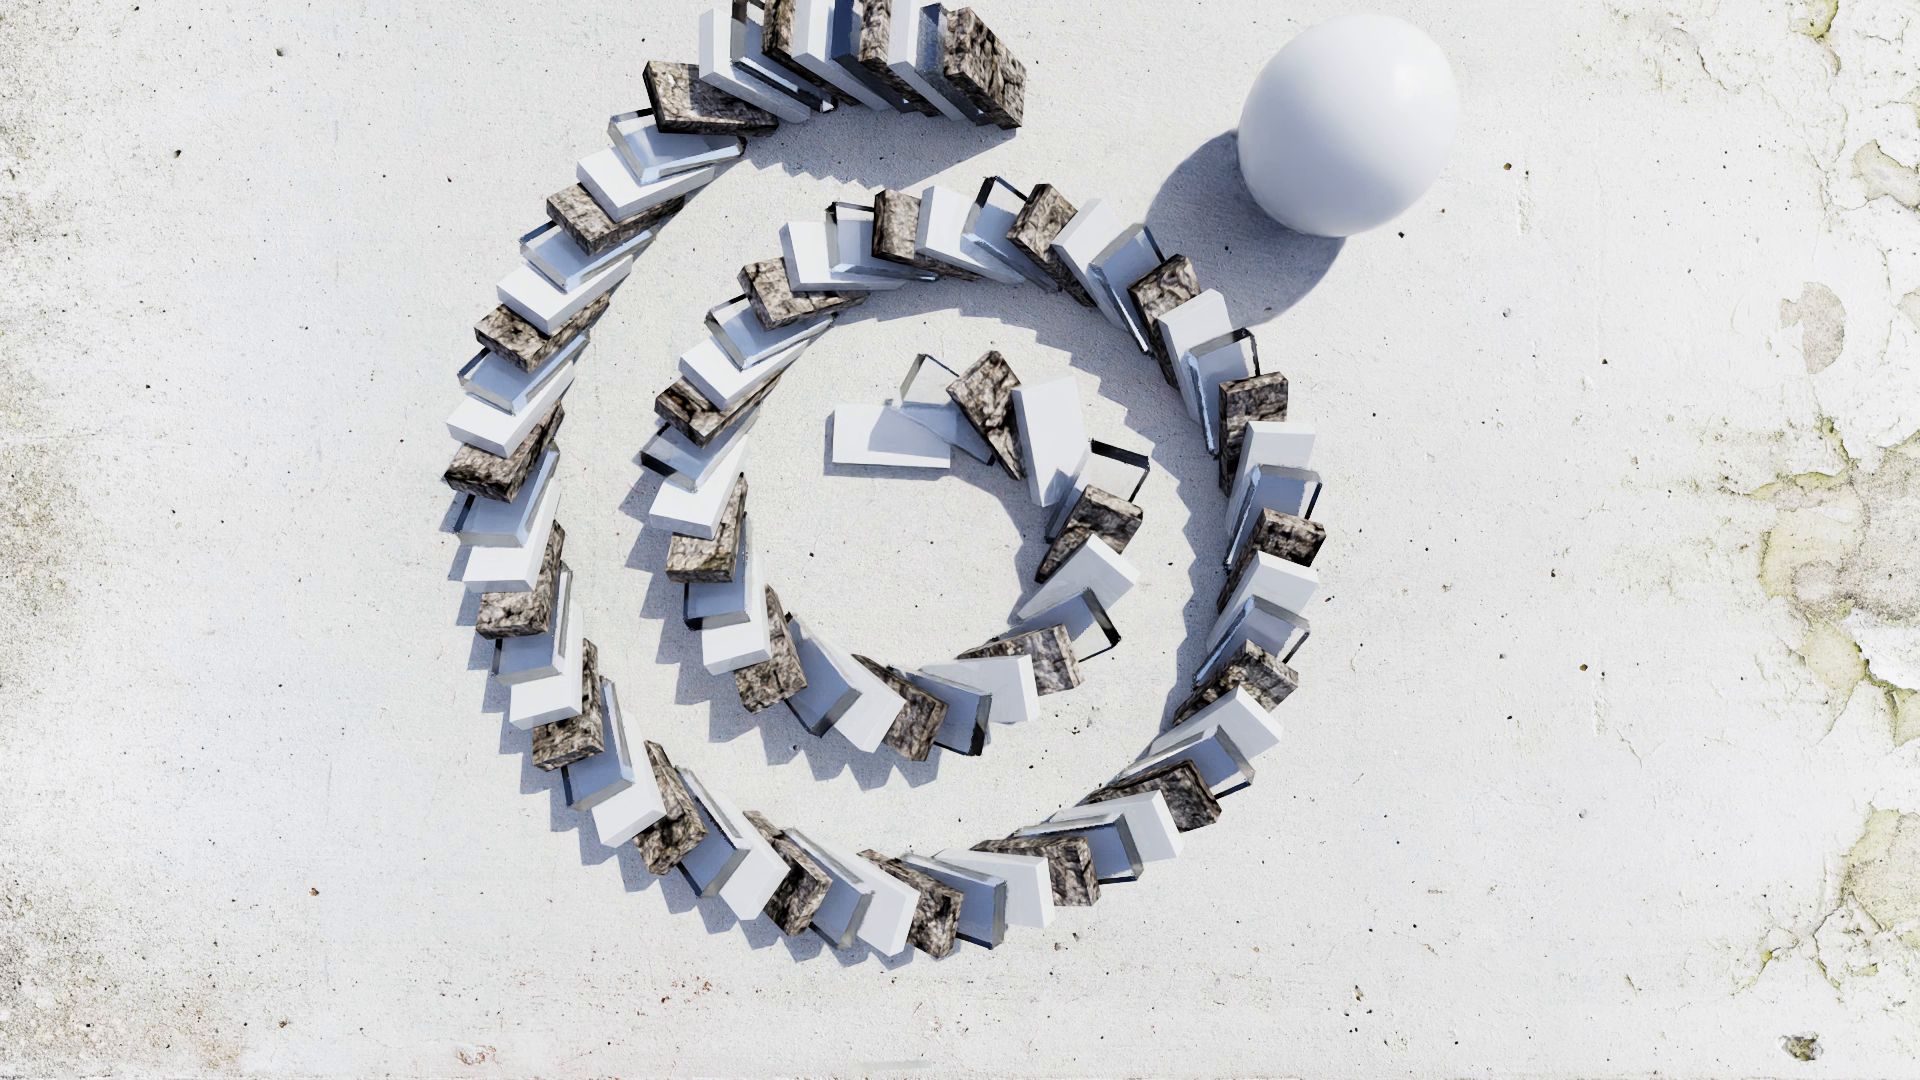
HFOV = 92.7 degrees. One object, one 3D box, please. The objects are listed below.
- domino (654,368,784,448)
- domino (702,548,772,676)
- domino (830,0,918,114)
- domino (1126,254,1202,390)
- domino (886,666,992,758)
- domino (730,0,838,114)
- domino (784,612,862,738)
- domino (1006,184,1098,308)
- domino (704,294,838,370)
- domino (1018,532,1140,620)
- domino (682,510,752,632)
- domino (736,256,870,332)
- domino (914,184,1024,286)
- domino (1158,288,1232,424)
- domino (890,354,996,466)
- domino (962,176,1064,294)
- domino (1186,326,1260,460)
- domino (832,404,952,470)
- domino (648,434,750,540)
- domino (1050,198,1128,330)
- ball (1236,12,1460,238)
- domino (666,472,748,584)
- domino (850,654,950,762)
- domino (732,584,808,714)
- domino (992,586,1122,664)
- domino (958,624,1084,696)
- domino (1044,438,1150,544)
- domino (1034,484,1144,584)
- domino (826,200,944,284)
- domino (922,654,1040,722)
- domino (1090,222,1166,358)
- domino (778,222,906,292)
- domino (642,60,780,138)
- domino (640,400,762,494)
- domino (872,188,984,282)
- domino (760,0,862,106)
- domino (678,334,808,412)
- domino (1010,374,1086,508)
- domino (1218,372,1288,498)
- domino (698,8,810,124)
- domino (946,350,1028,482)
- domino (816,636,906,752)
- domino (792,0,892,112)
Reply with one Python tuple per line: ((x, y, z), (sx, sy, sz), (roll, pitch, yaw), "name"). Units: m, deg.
((-0.100, -0.063, 0.382), (0.025, 0.010, 0.050), (38, 55, 1), "domino")
((-0.094, 0.029, 0.382), (0.025, 0.009, 0.050), (-15, 54, 1), "domino")
((-0.033, -0.199, 0.376), (0.009, 0.050, 0.025), (4, 90, 31), "domino")
((0.091, -0.090, 0.382), (0.025, 0.010, 0.050), (-34, 124, 0), "domino")
((-0.011, 0.070, 0.381), (0.050, 0.010, 0.025), (11, 91, 37), "domino")
((-0.071, -0.199, 0.377), (0.009, 0.050, 0.025), (2, 90, 38), "domino")
((-0.065, 0.055, 0.382), (0.025, 0.009, 0.050), (-47, 54, 0), "domino")
((0.045, -0.122, 0.382), (0.050, 0.010, 0.025), (30, 89, -35), "domino")
((-0.078, -0.093, 0.382), (0.050, 0.010, 0.025), (-37, 90, -34), "domino")
((0.049, 0.023, 0.381), (0.025, 0.009, 0.050), (40, 128, 0), "domino")
((-0.100, 0.012, 0.382), (0.025, 0.010, 0.050), (-9, 55, 0), "domino")
((-0.064, -0.106, 0.382), (0.050, 0.009, 0.025), (-28, 90, -36), "domino")
((0.006, -0.126, 0.382), (0.050, 0.010, 0.025), (8, 90, -34), "domino")
((0.102, -0.076, 0.382), (0.025, 0.010, 0.050), (-29, 124, 0), "domino")
((-0.002, -0.054, 0.383), (0.050, 0.010, 0.025), (29, 88, -29), "domino")
((0.027, -0.126, 0.382), (0.050, 0.010, 0.025), (23, 90, -33), "domino")
((0.112, -0.060, 0.382), (0.025, 0.010, 0.050), (-22, 124, 0), "domino")
((-0.029, -0.045, 0.395), (0.050, 0.009, 0.025), (3, 90, 0), "domino")
((-0.107, -0.025, 0.381), (0.025, 0.010, 0.050), (12, 54, 0), "domino")
((0.062, -0.114, 0.382), (0.025, 0.009, 0.050), (-49, 125, -1), "domino")
((0.151, -0.161, 0.360), (0.080, 0.080, 0.080), (0, 90, 0), "ball")
((-0.105, -0.006, 0.382), (0.025, 0.009, 0.050), (-1, 55, 0), "domino")
((-0.030, 0.069, 0.381), (0.050, 0.009, 0.025), (23, 91, 36), "domino")
((-0.083, 0.045, 0.381), (0.025, 0.009, 0.050), (-28, 54, 1), "domino")
((0.039, 0.041, 0.382), (0.050, 0.010, 0.025), (-31, 90, 36), "domino")
((0.025, 0.053, 0.382), (0.050, 0.010, 0.025), (-20, 90, 35), "domino")
((0.056, -0.016, 0.379), (0.025, 0.009, 0.050), (16, 130, -9), "domino")
((0.053, 0.002, 0.380), (0.025, 0.010, 0.050), (24, 129, -3), "domino")
((-0.031, -0.123, 0.382), (0.050, 0.010, 0.025), (-4, 89, -34), "domino")
((0.008, 0.062, 0.381), (0.050, 0.009, 0.025), (-10, 90, 37), "domino")
((0.077, -0.103, 0.382), (0.025, 0.009, 0.050), (-42, 124, -1), "domino")
((-0.048, -0.118, 0.382), (0.050, 0.010, 0.025), (-12, 89, -35), "domino")
((-0.103, -0.183, 0.381), (0.050, 0.009, 0.025), (-16, 88, -35), "domino")
((-0.107, -0.045, 0.382), (0.025, 0.009, 0.050), (29, 55, 1), "domino")
((-0.012, -0.126, 0.382), (0.050, 0.010, 0.025), (3, 90, -34), "domino")
((-0.058, -0.202, 0.377), (0.009, 0.050, 0.025), (4, 90, 38), "domino")
((-0.090, -0.078, 0.382), (0.025, 0.010, 0.050), (43, 55, 0), "domino")
((0.039, -0.042, 0.384), (0.025, 0.009, 0.050), (-19, 111, -18), "domino")
((0.122, -0.043, 0.382), (0.025, 0.010, 0.050), (-12, 125, 0), "domino")
((-0.084, -0.194, 0.377), (0.009, 0.050, 0.025), (0, 90, 38), "domino")
((0.019, -0.051, 0.383), (0.025, 0.009, 0.050), (-43, 117, -9), "domino")
((-0.048, 0.063, 0.382), (0.050, 0.010, 0.025), (32, 90, 36), "domino")
((-0.046, -0.200, 0.377), (0.009, 0.050, 0.025), (4, 90, 38), "domino")
